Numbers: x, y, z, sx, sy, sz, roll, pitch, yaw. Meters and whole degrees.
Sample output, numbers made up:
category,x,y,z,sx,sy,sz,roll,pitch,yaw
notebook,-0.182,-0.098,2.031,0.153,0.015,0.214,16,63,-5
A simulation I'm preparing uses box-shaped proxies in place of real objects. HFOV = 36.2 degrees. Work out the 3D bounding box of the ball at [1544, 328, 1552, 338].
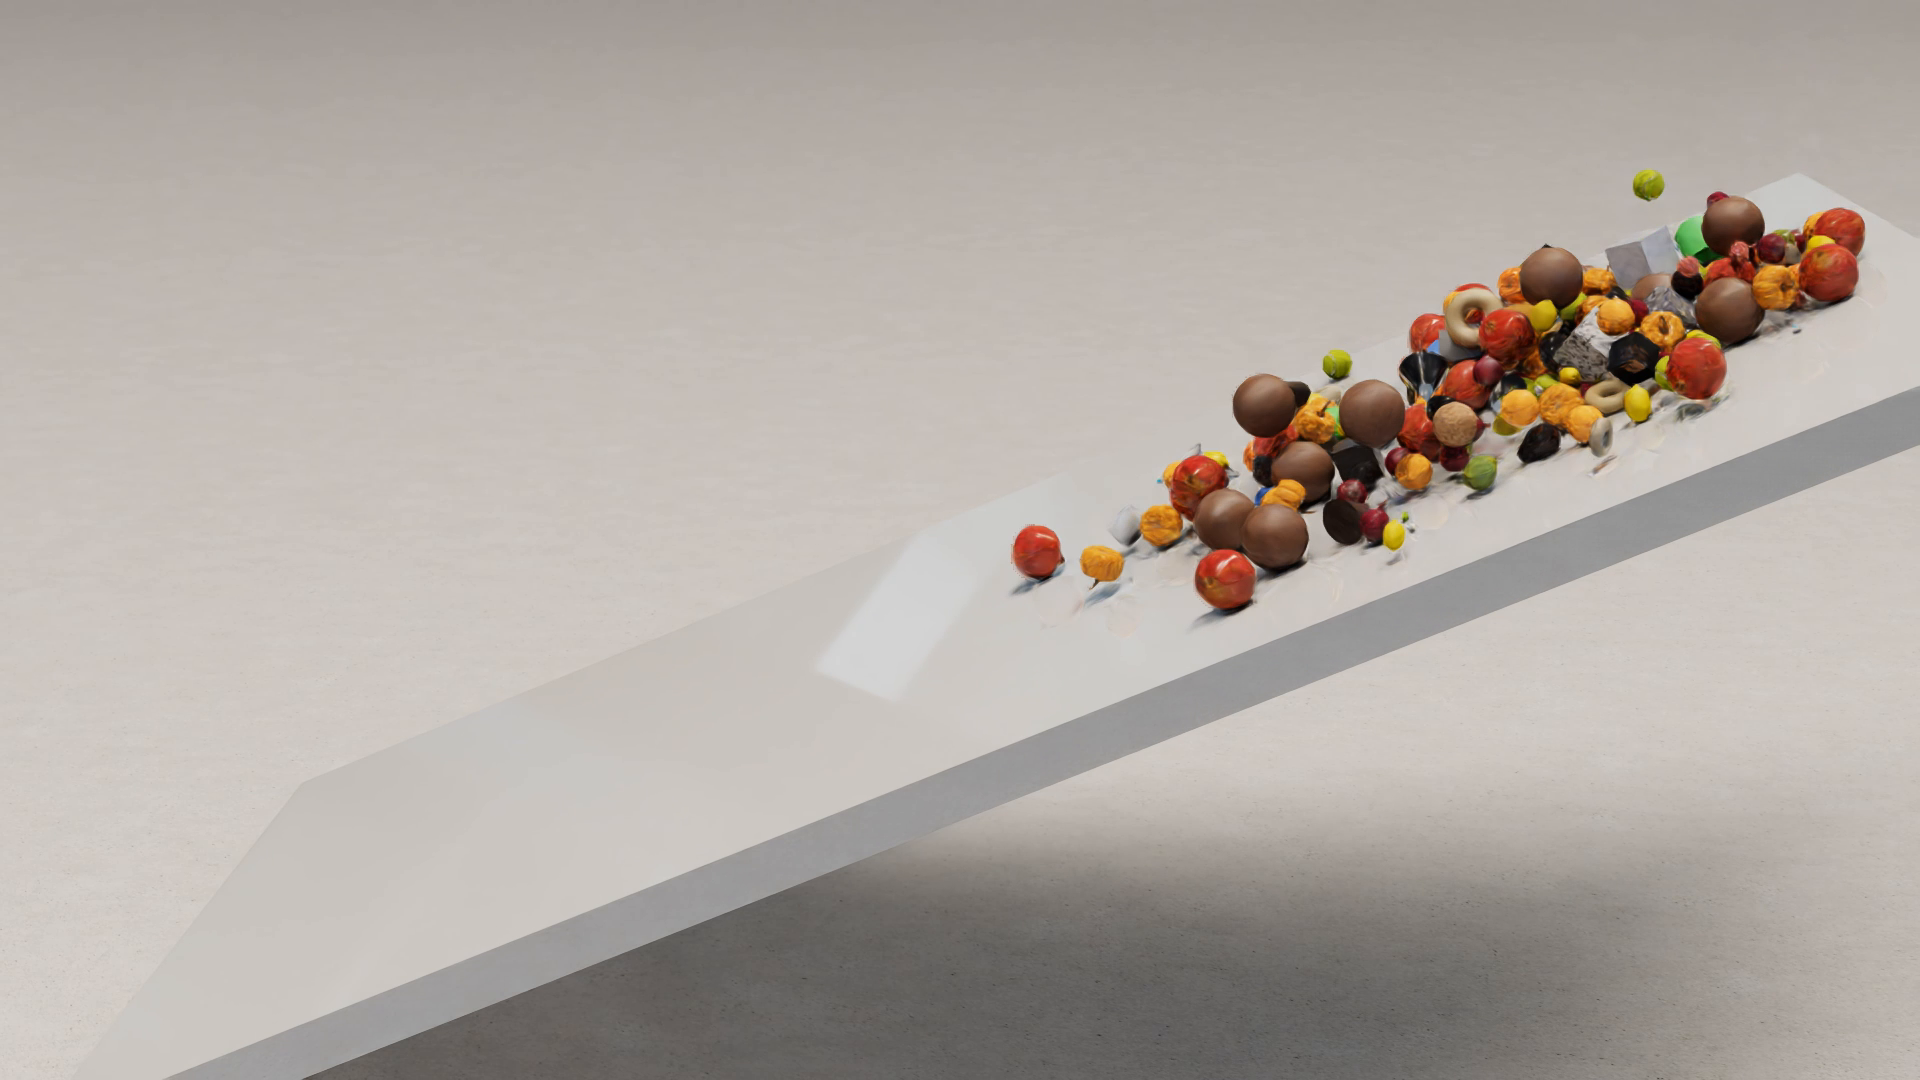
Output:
category,x,y,z,sx,sy,sz,roll,pitch,yaw
ball,1.221,-0.451,6.294,0.088,0.088,0.088,0,15,0

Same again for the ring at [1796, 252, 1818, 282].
category,x,y,z,sx,sy,sz,roll,pitch,yaw
ring,1.717,-0.558,6.074,0.116,0.039,0.116,-24,10,4

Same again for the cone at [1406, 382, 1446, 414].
category,x,y,z,sx,sy,sz,roll,pitch,yaw
cone,1.007,-0.306,6.330,0.086,0.086,0.086,4,-9,14

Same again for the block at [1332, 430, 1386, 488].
category,x,y,z,sx,sy,sz,roll,pitch,yaw
block,0.813,-0.164,5.994,0.081,0.081,0.081,-21,13,18

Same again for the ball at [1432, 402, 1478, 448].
category,x,y,z,sx,sy,sz,roll,pitch,yaw
ball,0.954,-0.223,5.671,0.087,0.087,0.087,0,15,0

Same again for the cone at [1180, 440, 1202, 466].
category,x,y,z,sx,sy,sz,roll,pitch,yaw
cone,0.531,-0.201,6.612,0.052,0.052,0.052,21,24,-10

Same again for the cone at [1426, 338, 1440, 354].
category,x,y,z,sx,sy,sz,roll,pitch,yaw
cone,1.049,-0.396,6.359,0.060,0.060,0.060,33,-2,-29

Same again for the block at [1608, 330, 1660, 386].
category,x,y,z,sx,sy,sz,roll,pitch,yaw
block,1.303,-0.350,5.686,0.067,0.067,0.067,30,-34,-25

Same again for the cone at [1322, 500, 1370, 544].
category,x,y,z,sx,sy,sz,roll,pitch,yaw
cone,0.757,-0.051,5.620,0.093,0.093,0.093,13,31,41

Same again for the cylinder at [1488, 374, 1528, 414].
category,x,y,z,sx,sy,sz,roll,pitch,yaw
cylinder,1.069,-0.285,5.737,0.057,0.057,0.057,-5,-27,-17

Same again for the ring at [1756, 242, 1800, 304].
category,x,y,z,sx,sy,sz,roll,pitch,yaw
ring,1.654,-0.541,5.953,0.130,0.130,0.043,-14,22,-43

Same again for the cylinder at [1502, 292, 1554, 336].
category,x,y,z,sx,sy,sz,roll,pitch,yaw
cylinder,1.196,-0.464,6.228,0.087,0.087,0.087,-33,20,-4

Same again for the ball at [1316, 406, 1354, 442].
category,x,y,z,sx,sy,sz,roll,pitch,yaw
ball,0.811,-0.250,6.366,0.078,0.078,0.078,0,15,0

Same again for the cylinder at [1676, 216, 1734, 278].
category,x,y,z,sx,sy,sz,roll,pitch,yaw
cylinder,1.609,-0.634,6.358,0.098,0.098,0.098,-3,47,-10

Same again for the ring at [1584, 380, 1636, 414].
category,x,y,z,sx,sy,sz,roll,pitch,yaw
ring,1.264,-0.279,5.722,0.099,0.033,0.099,-14,29,8

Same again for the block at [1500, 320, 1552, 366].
category,x,y,z,sx,sy,sz,roll,pitch,yaw
block,1.179,-0.410,6.131,0.066,0.066,0.066,-32,2,-13

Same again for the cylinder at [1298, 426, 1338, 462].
category,x,y,z,sx,sy,sz,roll,pitch,yaw
cylinder,0.759,-0.203,6.240,0.063,0.063,0.063,14,-6,42

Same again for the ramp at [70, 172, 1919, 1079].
category,x,y,z,sx,sy,sz,roll,pitch,yaw
ramp,0.129,0.171,6.286,4.000,0.100,2.000,-22,13,8

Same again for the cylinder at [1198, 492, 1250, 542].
category,x,y,z,sx,sy,sz,roll,pitch,yaw
cylinder,0.540,-0.048,6.026,0.078,0.078,0.078,-27,21,-12

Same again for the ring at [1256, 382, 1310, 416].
category,x,y,z,sx,sy,sz,roll,pitch,yaw
ring,0.677,-0.297,6.178,0.120,0.040,0.120,-15,-17,-4

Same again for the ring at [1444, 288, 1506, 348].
category,x,y,z,sx,sy,sz,roll,pitch,yaw
ring,1.082,-0.465,6.179,0.130,0.130,0.043,7,-6,24

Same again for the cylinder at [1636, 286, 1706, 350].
category,x,y,z,sx,sy,sz,roll,pitch,yaw
cylinder,1.431,-0.448,5.919,0.096,0.096,0.096,28,7,-17

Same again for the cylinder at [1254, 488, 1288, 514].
category,x,y,z,sx,sy,sz,roll,pitch,yaw
cylinder,0.639,-0.081,6.042,0.052,0.052,0.052,-4,6,-14

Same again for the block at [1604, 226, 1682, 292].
category,x,y,z,sx,sy,sz,roll,pitch,yaw
block,1.425,-0.587,6.134,0.096,0.096,0.096,-29,11,-35

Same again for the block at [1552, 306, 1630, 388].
category,x,y,z,sx,sy,sz,roll,pitch,yaw
block,1.249,-0.383,5.813,0.094,0.094,0.094,40,55,5

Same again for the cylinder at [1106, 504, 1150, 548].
category,x,y,z,sx,sy,sz,roll,pitch,yaw
cylinder,0.356,-0.030,6.217,0.066,0.066,0.066,39,14,-12

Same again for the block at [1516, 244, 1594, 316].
category,x,y,z,sx,sy,sz,roll,pitch,yaw
block,1.277,-0.557,6.310,0.094,0.094,0.094,35,8,-38

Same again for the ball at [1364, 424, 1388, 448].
category,x,y,z,sx,sy,sz,roll,pitch,yaw
ball,0.869,-0.215,6.167,0.054,0.054,0.054,0,15,0

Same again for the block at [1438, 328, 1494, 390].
category,x,y,z,sx,sy,sz,roll,pitch,yaw
block,1.079,-0.391,6.262,0.094,0.094,0.094,-10,50,23

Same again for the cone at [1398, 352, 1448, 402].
category,x,y,z,sx,sy,sz,roll,pitch,yaw
cone,0.905,-0.299,5.718,0.097,0.097,0.097,1,41,2

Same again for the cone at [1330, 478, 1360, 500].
category,x,y,z,sx,sy,sz,roll,pitch,yaw
cone,0.776,-0.094,5.904,0.059,0.059,0.059,4,15,2

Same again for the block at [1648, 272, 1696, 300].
category,x,y,z,sx,sy,sz,roll,pitch,yaw
block,1.499,-0.520,6.197,0.066,0.066,0.066,45,29,1

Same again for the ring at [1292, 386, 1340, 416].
category,x,y,z,sx,sy,sz,roll,pitch,yaw
ring,0.812,-0.316,6.711,0.122,0.041,0.122,-23,6,3
